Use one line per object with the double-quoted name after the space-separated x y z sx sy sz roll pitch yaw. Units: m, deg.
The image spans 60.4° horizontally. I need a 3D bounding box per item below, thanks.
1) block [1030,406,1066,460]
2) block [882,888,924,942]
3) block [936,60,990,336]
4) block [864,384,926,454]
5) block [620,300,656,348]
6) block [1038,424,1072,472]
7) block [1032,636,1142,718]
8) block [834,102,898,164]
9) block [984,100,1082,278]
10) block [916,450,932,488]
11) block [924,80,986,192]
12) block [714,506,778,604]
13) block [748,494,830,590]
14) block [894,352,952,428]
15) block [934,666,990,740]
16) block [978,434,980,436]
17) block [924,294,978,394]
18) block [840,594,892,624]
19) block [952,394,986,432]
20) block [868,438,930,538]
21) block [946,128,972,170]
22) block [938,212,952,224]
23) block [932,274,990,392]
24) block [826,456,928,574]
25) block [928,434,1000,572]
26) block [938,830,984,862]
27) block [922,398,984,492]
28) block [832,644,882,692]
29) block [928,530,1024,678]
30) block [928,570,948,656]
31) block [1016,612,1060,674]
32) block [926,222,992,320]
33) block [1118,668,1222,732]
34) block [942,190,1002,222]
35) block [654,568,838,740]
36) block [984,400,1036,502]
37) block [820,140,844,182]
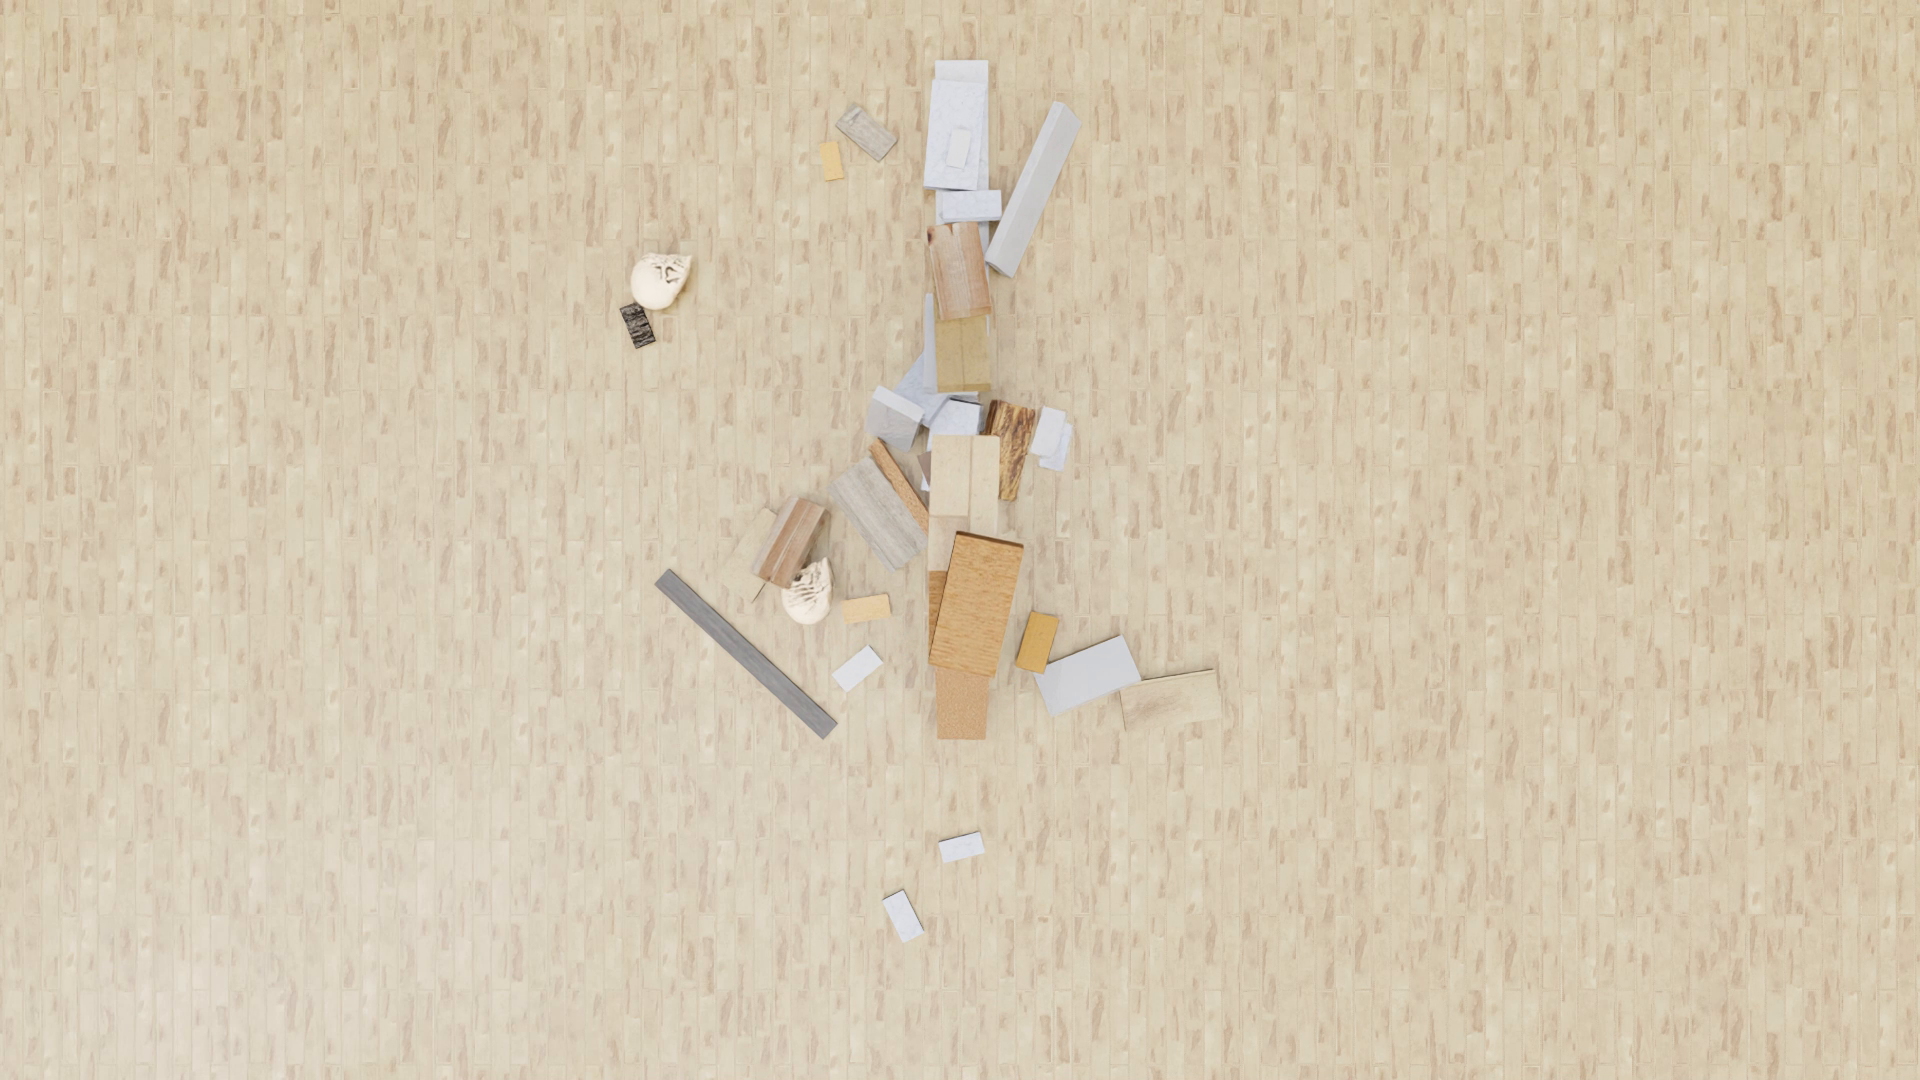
0.293 -0.356 5.465 0.080 0.023 0.159 17 90 8 "block"
-0.189 1.251 5.489 0.079 0.022 0.158 -26 90 0 "block"
0.007 -1.132 5.475 0.175 0.050 0.907 0 90 0 "block"
-0.214 -0.386 5.332 0.168 0.336 0.048 28 74 0 "block"
-1.073 -0.716 5.490 0.071 0.020 0.142 -22 90 0 "block"
0.318 -0.314 5.489 0.080 0.023 0.159 13 90 0 "block"
0.419 0.451 5.453 0.321 0.046 0.161 -22 71 0 "block"
-0.312 -1.353 5.486 0.192 0.027 0.096 40 90 0 "block"
0.241 -1.150 5.427 0.041 0.145 0.568 24 90 31 "block"
-0.096 -0.235 5.398 0.055 0.016 0.110 -20 96 18 "block"
-0.017 -1.327 5.426 0.175 0.050 0.350 5 90 0 "block"
-0.670 0.050 5.479 0.145 0.041 0.290 34 90 0 "block"
-0.560 0.005 5.401 0.145 0.041 0.290 22 79 24 "block"
-0.079 -0.532 5.355 0.155 0.044 0.325 30 68 13 "block"
0.006 0.473 5.089 0.161 0.872 0.046 1 67 0 "block"
0.020 -0.371 5.459 0.089 0.025 0.177 -4 101 0 "block"
-0.027 -0.637 5.352 0.175 0.050 0.350 1 65 0 "block"
-0.312 0.229 5.489 0.158 0.022 0.079 -9 90 0 "block"
0.021 -0.435 5.422 0.089 0.025 0.177 -15 100 2 "block"
-0.184 -0.169 5.447 0.055 0.016 0.375 -39 79 31 "block"
-0.004 -1.279 5.392 0.062 0.017 0.123 12 90 0 "block"
-0.003 -1.084 5.442 0.123 0.017 0.062 -35 90 0 "block"
0.001 -0.697 5.327 0.168 0.048 0.475 -2 65 -1 "block"
-0.267 -0.082 5.475 0.179 0.051 0.357 -37 90 0 "block"
0.010 -0.096 4.340 0.179 0.051 0.357 2 90 0 "block"
0.006 1.022 5.490 0.142 0.020 0.071 -14 90 0 "block"
-0.025 -0.304 5.396 0.155 0.044 0.311 12 104 12 "block"
-0.341 0.428 5.489 0.157 0.022 0.079 -39 90 0 "block"
0.041 0.168 4.309 0.179 0.051 0.357 12 103 -3 "block"
0.000 0.140 4.390 0.166 0.047 0.332 1 90 0 "block"
0.257 0.341 5.461 0.095 0.027 0.190 15 80 11 "block"
-0.004 -0.878 5.356 0.168 0.048 0.336 -8 65 -2 "block"
0.697 0.533 5.477 0.321 0.046 0.161 -9 90 0 "block"
0.039 -1.095 5.406 0.192 0.027 0.096 -2 73 0 "block"
-0.712 0.380 5.490 0.765 0.020 0.071 43 90 0 "block"
0.144 -0.294 5.438 0.155 0.044 0.311 13 90 -34 "block"
-0.428 -1.261 5.491 0.062 0.017 0.123 -10 90 0 "block"
